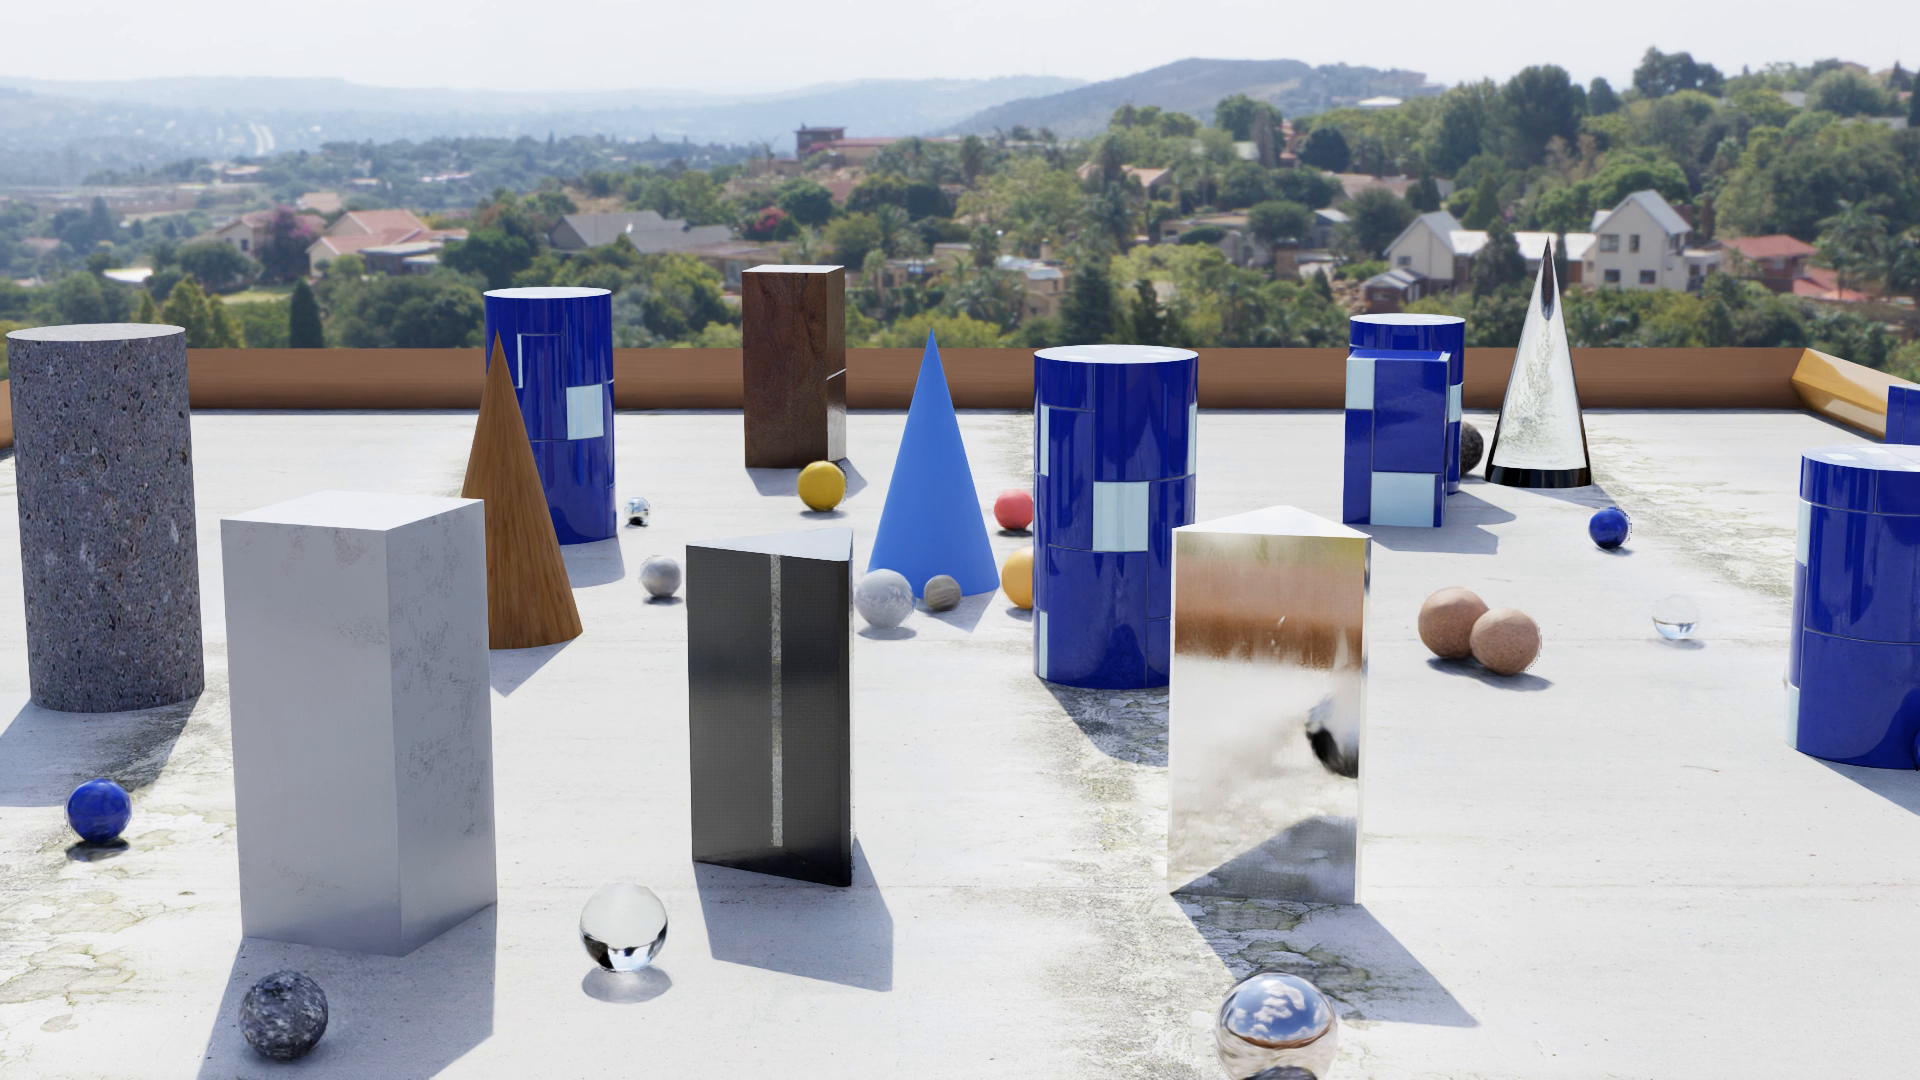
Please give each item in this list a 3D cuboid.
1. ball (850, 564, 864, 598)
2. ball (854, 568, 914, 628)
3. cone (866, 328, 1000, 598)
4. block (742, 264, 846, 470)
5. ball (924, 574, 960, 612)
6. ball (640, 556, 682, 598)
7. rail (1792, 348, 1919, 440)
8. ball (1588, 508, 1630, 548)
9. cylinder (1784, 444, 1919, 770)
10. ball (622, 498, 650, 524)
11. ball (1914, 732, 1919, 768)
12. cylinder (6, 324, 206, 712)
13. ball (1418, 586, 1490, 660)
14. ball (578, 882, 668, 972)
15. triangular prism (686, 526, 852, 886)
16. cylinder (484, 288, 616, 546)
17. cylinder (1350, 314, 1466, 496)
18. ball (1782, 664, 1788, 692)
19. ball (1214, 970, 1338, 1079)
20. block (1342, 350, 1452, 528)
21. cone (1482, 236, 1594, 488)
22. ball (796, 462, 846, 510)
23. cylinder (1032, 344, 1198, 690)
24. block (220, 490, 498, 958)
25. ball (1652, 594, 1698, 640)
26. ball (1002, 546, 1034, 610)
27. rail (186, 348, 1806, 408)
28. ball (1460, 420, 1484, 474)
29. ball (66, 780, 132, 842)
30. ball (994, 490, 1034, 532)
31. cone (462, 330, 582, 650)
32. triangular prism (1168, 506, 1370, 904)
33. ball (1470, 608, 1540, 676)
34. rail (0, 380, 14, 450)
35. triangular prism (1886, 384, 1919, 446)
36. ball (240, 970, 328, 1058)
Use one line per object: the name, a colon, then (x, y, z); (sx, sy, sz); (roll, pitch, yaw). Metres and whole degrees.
ball: (-0.156, 0.057, 3.539); (0.049, 0.049, 0.049); (0, 11, 0)
ball: (-0.099, 0.076, 3.354); (0.077, 0.077, 0.077); (0, 11, 0)
cone: (-0.040, -0.118, 3.609); (0.195, 0.366, 0.195); (0, 11, 0)
block: (-0.304, -0.320, 4.722); (0.156, 0.358, 0.156); (2, 11, 10)
ball: (-0.024, 0.071, 3.457); (0.050, 0.050, 0.050); (0, 11, 0)
ball: (-0.413, 0.051, 3.546); (0.057, 0.057, 0.057); (0, 11, 0)
rail: (1.804, 0.031, 3.459); (0.045, 0.127, 4.167); (0, 11, 0)
ball: (0.987, -0.017, 3.905); (0.061, 0.061, 0.061); (0, 11, 0)
cylinder: (0.994, 0.067, 2.749); (0.195, 0.316, 0.195); (0, 11, 0)
ball: (-0.520, -0.047, 4.115); (0.041, 0.041, 0.041); (0, 11, 0)
ball: (1.012, 0.215, 2.619); (0.073, 0.073, 0.073); (0, 11, 0)
cylinder: (-0.988, -0.030, 2.974); (0.195, 0.424, 0.195); (0, 11, 0)
ball: (0.612, 0.103, 3.173); (0.091, 0.091, 0.091); (0, 11, 0)
ball: (-0.273, 0.314, 2.085); (0.072, 0.072, 0.072); (0, 11, 0)
triangular prism: (-0.140, 0.146, 2.377); (0.169, 0.298, 0.146); (6, 12, 28)
cylinder: (-0.636, -0.196, 3.994); (0.195, 0.379, 0.195); (0, 11, 0)
cylinder: (0.768, -0.234, 4.428); (0.195, 0.295, 0.195); (0, 11, 0)
ball: (0.975, 0.160, 2.936); (0.065, 0.065, 0.065); (0, 11, 0)
ball: (0.226, 0.353, 1.833); (0.089, 0.089, 0.089); (0, 11, 0)
block: (0.708, -0.167, 4.154); (0.156, 0.264, 0.156); (2, 11, 13)
cone: (1.027, -0.320, 4.515); (0.195, 0.434, 0.195); (0, 11, 0)
ball: (-0.228, -0.089, 4.233); (0.082, 0.082, 0.082); (0, 11, 0)
cylinder: (0.186, -0.031, 3.087); (0.195, 0.387, 0.195); (0, 11, 0)
block: (-0.507, 0.150, 2.184); (0.156, 0.359, 0.156); (4, 11, 19)
ball: (0.917, 0.099, 3.287); (0.058, 0.058, 0.058); (0, 11, 0)
ball: (0.098, 0.051, 3.470); (0.084, 0.084, 0.084); (0, 11, 0)
rail: (-0.012, -0.343, 5.474); (3.655, 0.127, 0.045); (0, 11, 0)
ball: (0.892, -0.166, 4.605); (0.098, 0.098, 0.098); (0, 11, 0)
ball: (-0.815, 0.257, 2.431); (0.060, 0.060, 0.060); (0, 11, 0)
ball: (0.086, -0.047, 4.051); (0.066, 0.066, 0.066); (0, 11, 0)
cone: (-0.588, -0.074, 3.294); (0.195, 0.395, 0.195); (0, 11, 0)
triangular prism: (0.283, 0.143, 2.310); (0.169, 0.328, 0.146); (2, 11, 12)
ball: (0.657, 0.122, 3.096); (0.082, 0.082, 0.082); (0, 11, 0)
rail: (-1.804, 0.035, 3.439); (0.045, 0.127, 4.167); (0, 11, 0)
triangular prism: (1.295, -0.049, 3.402); (0.146, 0.306, 0.169); (8, 13, 38)
ball: (-0.501, 0.352, 1.904); (0.064, 0.064, 0.064); (0, 11, 0)
